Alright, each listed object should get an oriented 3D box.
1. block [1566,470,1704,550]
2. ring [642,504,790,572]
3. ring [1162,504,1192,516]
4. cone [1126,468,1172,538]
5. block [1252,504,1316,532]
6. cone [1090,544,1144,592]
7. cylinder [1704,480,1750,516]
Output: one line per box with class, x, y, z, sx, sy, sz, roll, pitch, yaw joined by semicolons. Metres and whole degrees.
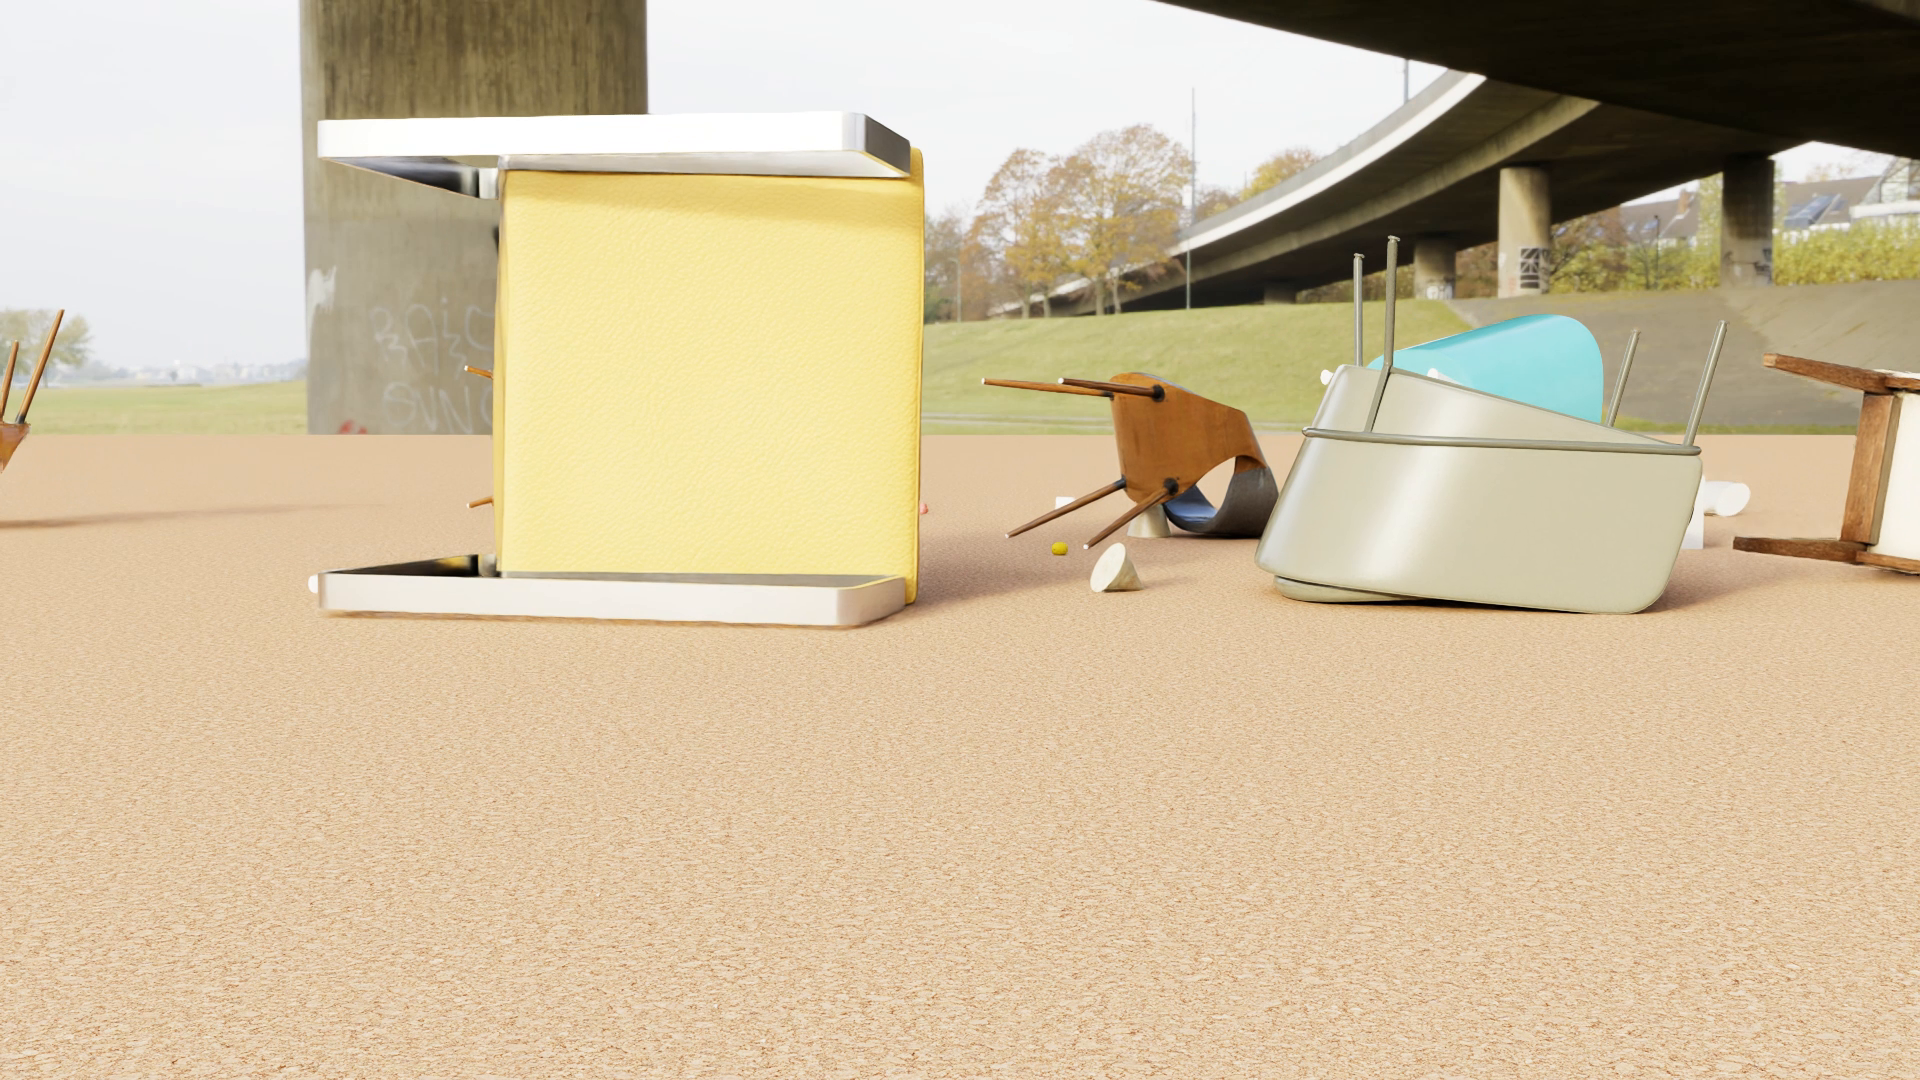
block;1.936;-0.088;6.318;0.270;0.207;0.323;0;4;-6
ring;-0.608;-0.005;5.492;0.387;0.156;0.311;-4;4;-34
ring;0.770;-0.109;7.858;0.115;0.038;0.154;0;3;8
cone;0.578;-0.119;6.711;0.140;0.215;0.204;0;4;3
block;1.030;-0.071;6.989;0.168;0.081;0.122;-4;5;-44
cone;0.370;0.087;4.899;0.105;0.122;0.120;31;-14;-21
cylinder;2.703;-0.148;7.834;0.145;0.094;0.201;-41;8;-4
